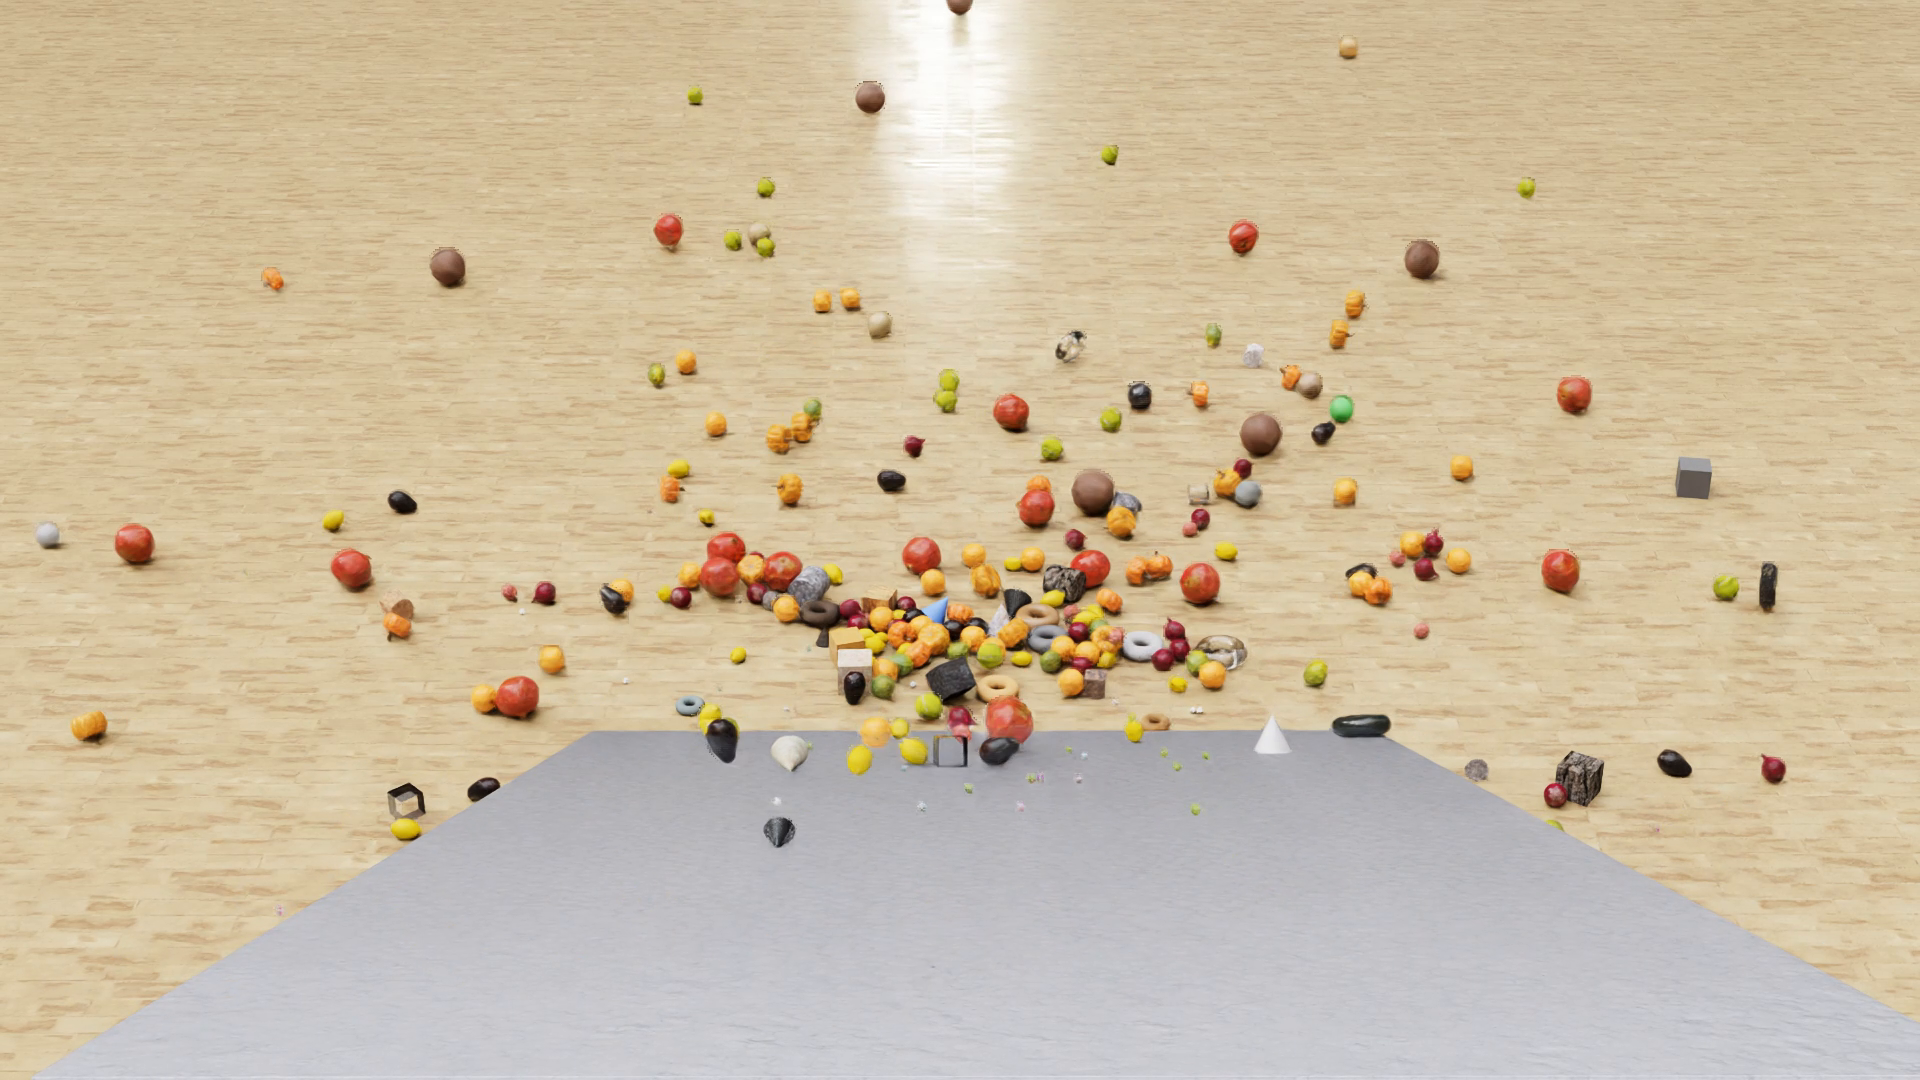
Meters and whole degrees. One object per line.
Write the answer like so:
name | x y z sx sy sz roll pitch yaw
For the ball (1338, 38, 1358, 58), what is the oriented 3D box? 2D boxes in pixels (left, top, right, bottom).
ball | 1.796 -2.274 11.939 0.091 0.091 0.091 0 28 0

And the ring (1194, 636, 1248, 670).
ring | 0.716 0.307 7.082 0.146 0.049 0.146 -1 27 1

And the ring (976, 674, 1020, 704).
ring | 0.101 0.400 6.917 0.117 0.039 0.117 -1 28 1

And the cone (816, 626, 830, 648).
cone | -0.375 0.262 7.161 0.054 0.054 0.054 0 28 0

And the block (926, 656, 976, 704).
block | -0.024 0.372 6.882 0.085 0.085 0.085 -18 -11 -31

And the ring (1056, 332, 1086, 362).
ring | 0.379 -0.660 8.832 0.123 0.123 0.041 -23 55 -36

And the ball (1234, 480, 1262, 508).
ball | 0.881 -0.141 7.897 0.082 0.082 0.082 0 28 0

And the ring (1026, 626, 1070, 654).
ring | 0.245 0.275 7.152 0.123 0.041 0.123 -1 27 1

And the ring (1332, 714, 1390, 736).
ring | 1.004 0.463 6.464 0.149 0.050 0.149 -3 -2 0

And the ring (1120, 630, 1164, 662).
ring | 0.501 0.292 7.118 0.125 0.042 0.125 0 29 0

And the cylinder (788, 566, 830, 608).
cylinder | -0.430 0.134 7.364 0.092 0.092 0.092 10 29 18

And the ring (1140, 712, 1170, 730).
ring | 0.512 0.482 6.771 0.080 0.027 0.080 -1 32 1

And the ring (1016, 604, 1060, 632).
ring | 0.218 0.219 7.256 0.127 0.042 0.127 1 28 -1

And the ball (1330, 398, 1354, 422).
ball | 1.247 -0.426 8.442 0.078 0.078 0.078 0 28 0

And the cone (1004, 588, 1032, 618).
cone | 0.151 0.197 7.302 0.085 0.085 0.085 10 56 18

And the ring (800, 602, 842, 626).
ring | -0.391 0.208 7.278 0.120 0.040 0.120 -1 24 0

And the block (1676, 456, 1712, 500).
block | 2.266 -0.192 7.981 0.094 0.094 0.094 5 28 9

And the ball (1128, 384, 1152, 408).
ball | 0.594 -0.475 8.529 0.084 0.084 0.084 0 28 0

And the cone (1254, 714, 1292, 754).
cone | 0.730 0.449 6.036 0.089 0.089 0.089 0 1 0

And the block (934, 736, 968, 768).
block | -0.021 0.467 5.713 0.064 0.064 0.064 0 1 -14

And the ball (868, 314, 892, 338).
ball | -0.281 -0.753 9.057 0.085 0.085 0.085 0 28 0

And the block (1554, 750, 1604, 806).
block | 1.554 0.599 6.485 0.089 0.089 0.089 18 33 31

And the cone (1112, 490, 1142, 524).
cone | 0.487 -0.082 7.826 0.097 0.097 0.097 18 59 30

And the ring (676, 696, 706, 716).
ring | -0.716 0.439 6.855 0.079 0.026 0.079 0 29 0

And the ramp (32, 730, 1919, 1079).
ramp | 0.063 0.563 4.603 2.000 0.100 4.000 0 1 0

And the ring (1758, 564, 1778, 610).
ring | 2.291 0.131 7.322 0.044 0.133 0.133 4 28 18

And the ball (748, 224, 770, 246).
ball | -0.764 -1.160 9.826 0.088 0.088 0.088 0 28 0

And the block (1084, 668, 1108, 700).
block | 0.364 0.386 6.923 0.058 0.058 0.058 5 28 9

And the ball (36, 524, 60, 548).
ball | -2.707 -0.013 7.666 0.070 0.070 0.070 0 28 0

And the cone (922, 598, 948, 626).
cone | -0.054 0.188 7.243 0.078 0.078 0.078 37 6 -5

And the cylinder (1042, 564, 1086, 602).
cylinder | 0.298 0.123 7.385 0.092 0.092 0.092 15 31 27

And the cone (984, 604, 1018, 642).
cone | 0.116 0.217 7.201 0.096 0.096 0.096 0 28 0

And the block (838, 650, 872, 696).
block | -0.282 0.356 6.944 0.091 0.091 0.091 -1 28 -1

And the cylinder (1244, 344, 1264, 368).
cylinder | 1.007 -0.632 8.850 0.062 0.062 0.062 8 35 14

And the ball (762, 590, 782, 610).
ball | -0.533 0.170 7.335 0.054 0.054 0.054 0 28 0

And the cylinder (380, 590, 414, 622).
cylinder | -1.587 0.186 7.287 0.071 0.071 0.071 -18 33 -31

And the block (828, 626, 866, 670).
block | -0.309 0.297 7.068 0.080 0.080 0.080 -9 29 -17

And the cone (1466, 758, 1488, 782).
cone | 1.314 0.584 6.580 0.059 0.059 0.059 3 1 6

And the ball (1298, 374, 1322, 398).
ball | 1.166 -0.516 8.611 0.081 0.081 0.081 0 28 0

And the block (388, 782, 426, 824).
block | -1.374 0.653 6.409 0.064 0.064 0.064 -24 36 -37

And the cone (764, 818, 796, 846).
cone | -0.306 0.505 4.357 0.054 0.054 0.054 2 21 3

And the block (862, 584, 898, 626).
block | -0.226 0.182 7.286 0.080 0.080 0.080 8 29 15
